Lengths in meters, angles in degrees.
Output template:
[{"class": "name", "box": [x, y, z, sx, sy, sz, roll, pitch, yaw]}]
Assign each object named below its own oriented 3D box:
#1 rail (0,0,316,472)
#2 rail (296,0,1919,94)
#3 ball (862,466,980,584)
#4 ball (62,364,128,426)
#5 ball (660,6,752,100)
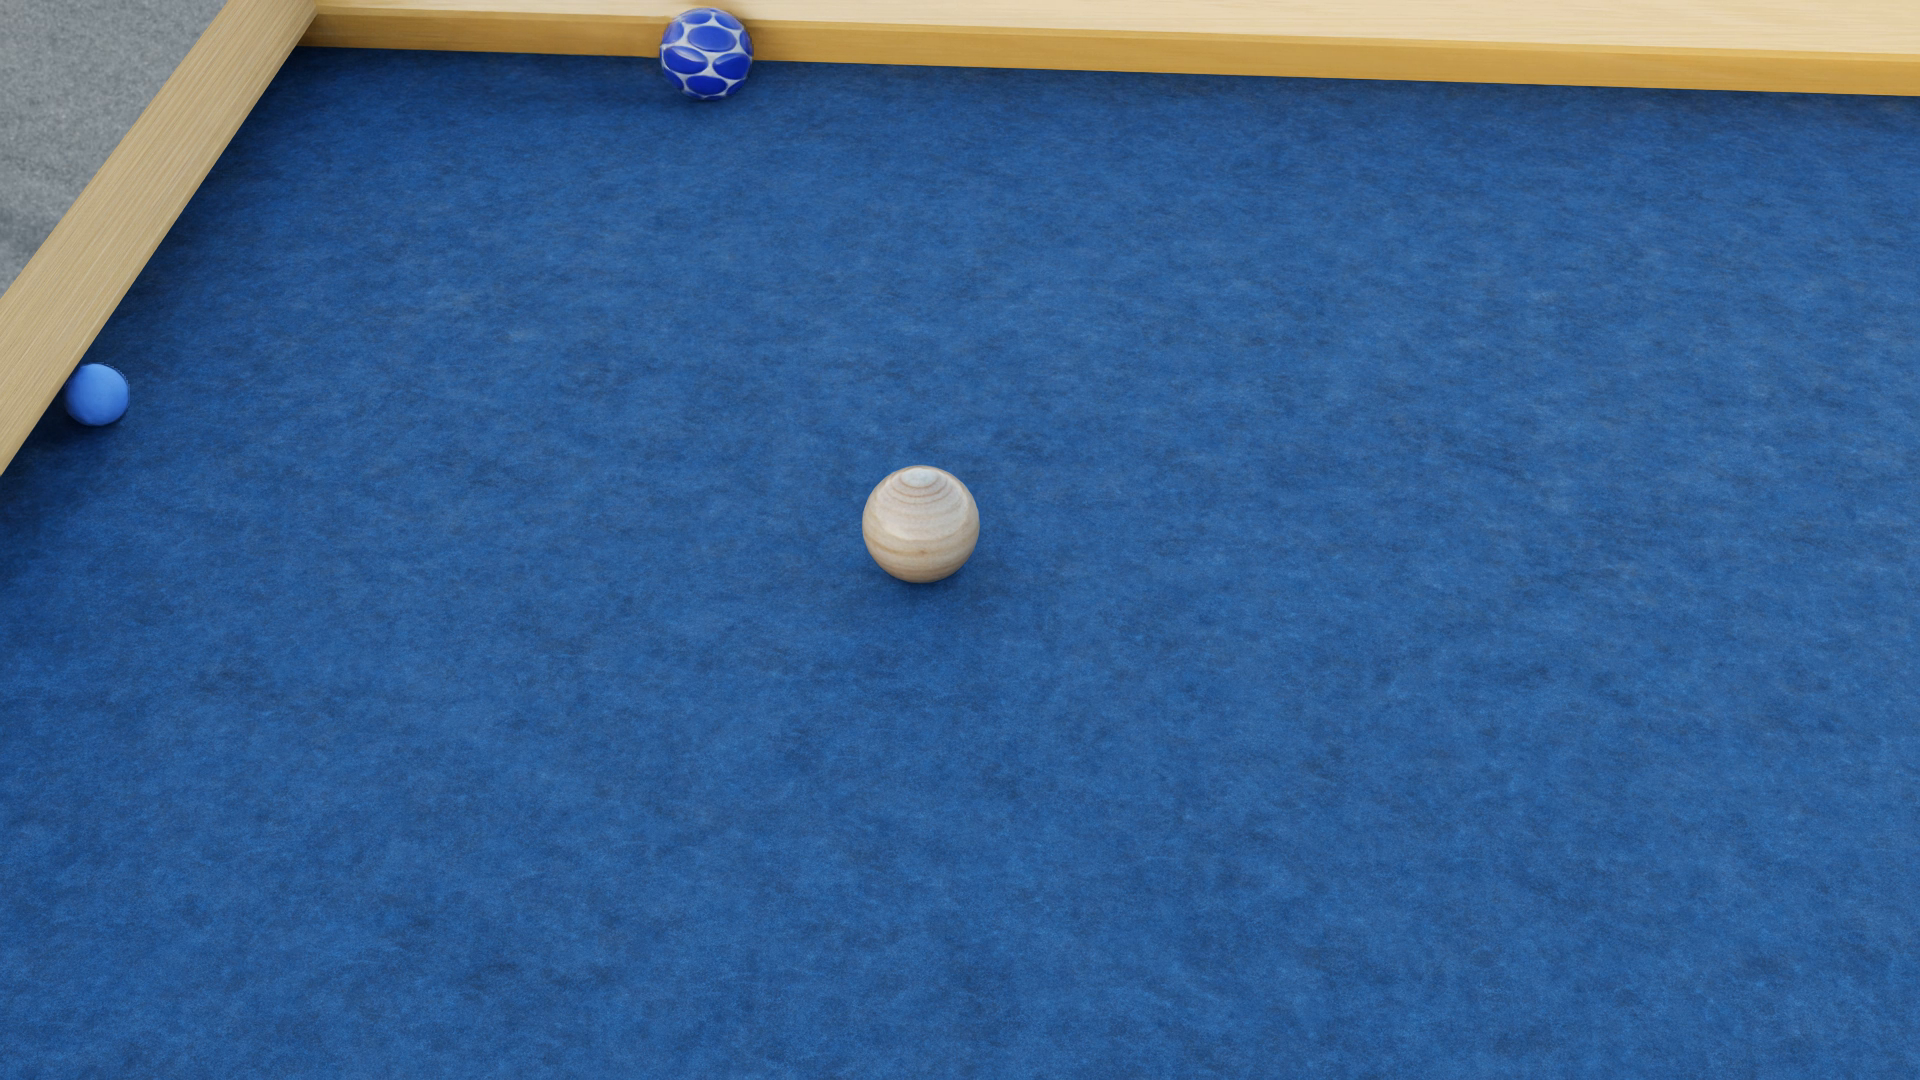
[{"class": "rail", "box": [-0.730, -0.052, 1.892, 0.045, 0.117, 1.775, 2, 35, 3]}, {"class": "rail", "box": [0.817, -0.484, 2.508, 3.022, 0.117, 0.045, 2, 35, 3]}, {"class": "ball", "box": [-0.028, -0.011, 1.863, 0.086, 0.086, 0.086, 0, 35, 0]}, {"class": "ball", "box": [-0.688, -0.115, 2.043, 0.050, 0.050, 0.050, 0, 35, 0]}, {"class": "ball", "box": [-0.250, -0.479, 2.526, 0.090, 0.090, 0.090, 0, 35, 0]}]
